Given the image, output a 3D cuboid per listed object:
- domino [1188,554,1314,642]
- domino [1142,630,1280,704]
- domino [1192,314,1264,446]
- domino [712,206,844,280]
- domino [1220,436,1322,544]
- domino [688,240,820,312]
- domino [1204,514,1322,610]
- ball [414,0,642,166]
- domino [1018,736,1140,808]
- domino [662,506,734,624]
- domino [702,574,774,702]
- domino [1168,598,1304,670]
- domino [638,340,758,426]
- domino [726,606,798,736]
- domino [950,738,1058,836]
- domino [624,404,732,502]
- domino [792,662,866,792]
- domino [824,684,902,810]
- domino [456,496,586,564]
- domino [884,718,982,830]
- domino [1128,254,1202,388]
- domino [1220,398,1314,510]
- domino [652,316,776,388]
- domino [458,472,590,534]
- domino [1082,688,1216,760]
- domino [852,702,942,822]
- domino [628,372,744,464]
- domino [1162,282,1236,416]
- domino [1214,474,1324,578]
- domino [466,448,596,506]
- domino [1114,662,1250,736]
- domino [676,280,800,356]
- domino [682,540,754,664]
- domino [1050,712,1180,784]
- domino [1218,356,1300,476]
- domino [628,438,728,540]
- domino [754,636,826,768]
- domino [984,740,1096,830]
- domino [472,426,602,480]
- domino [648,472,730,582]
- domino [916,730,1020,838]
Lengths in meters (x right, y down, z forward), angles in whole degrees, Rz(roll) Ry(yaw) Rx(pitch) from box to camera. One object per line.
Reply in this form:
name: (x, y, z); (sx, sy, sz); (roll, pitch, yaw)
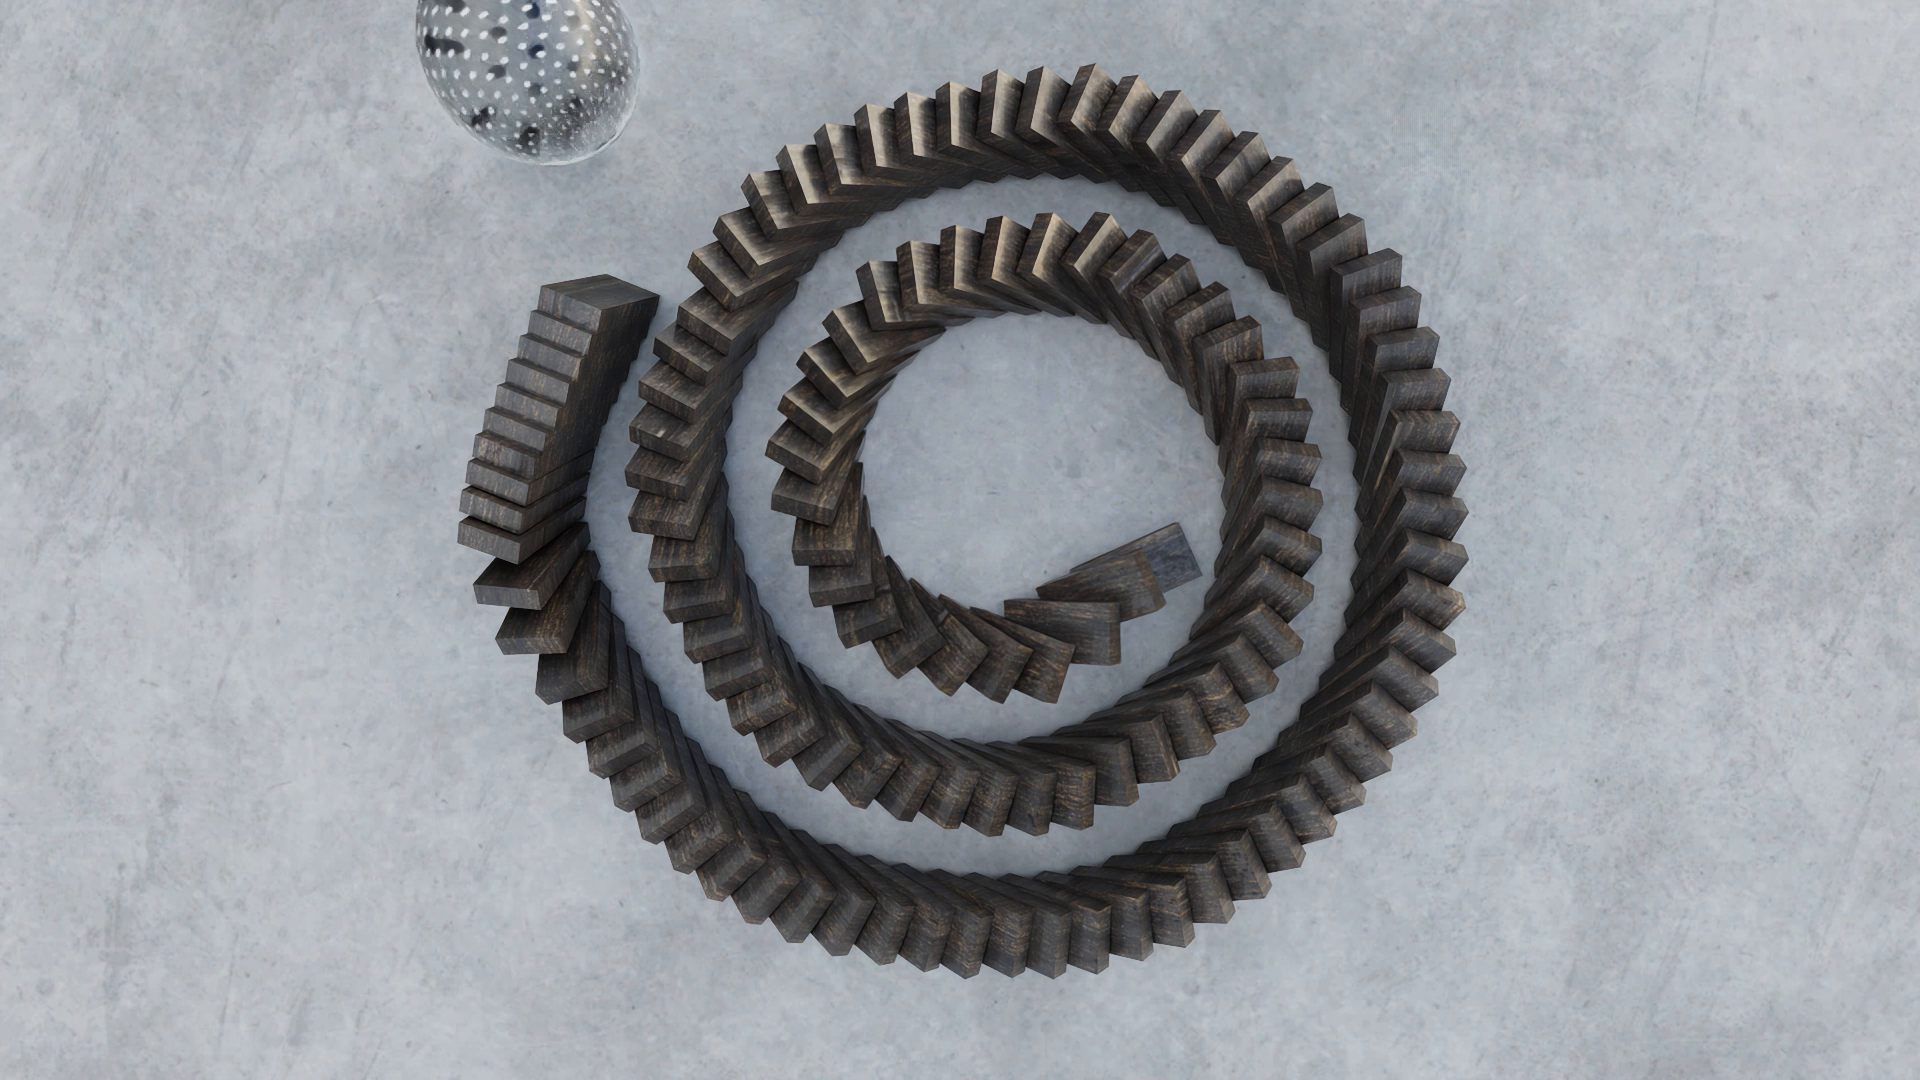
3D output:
domino: (0.120, 0.030, 0.380); (0.025, 0.009, 0.050); (31, 131, 0)
domino: (0.103, 0.060, 0.380); (0.050, 0.010, 0.025); (-37, 90, 40)
domino: (0.113, -0.065, 0.380); (0.025, 0.010, 0.050); (-23, 132, 0)
domino: (-0.074, -0.128, 0.380); (0.025, 0.010, 0.050); (51, 50, 0)
domino: (0.128, -0.018, 0.380); (0.025, 0.010, 0.050); (8, 131, 0)
domino: (-0.085, -0.116, 0.380); (0.025, 0.009, 0.050); (46, 50, 0)
domino: (0.125, 0.015, 0.380); (0.025, 0.010, 0.050); (24, 131, 0)
ball: (-0.168, -0.190, 0.360); (0.080, 0.080, 0.080); (0, 90, 0)
domino: (0.048, 0.095, 0.380); (0.050, 0.010, 0.025); (-10, 90, 41)
domino: (-0.108, 0.010, 0.381); (0.025, 0.010, 0.050); (-10, 51, 0)
domino: (-0.095, 0.040, 0.380); (0.025, 0.009, 0.050); (-22, 51, 0)
domino: (0.114, 0.047, 0.380); (0.025, 0.010, 0.050); (46, 130, 0)
domino: (-0.108, -0.072, 0.380); (0.025, 0.009, 0.050); (27, 51, 1)
domino: (-0.086, 0.054, 0.380); (0.025, 0.010, 0.050); (-28, 50, 1)
domino: (0.016, 0.102, 0.380); (0.050, 0.010, 0.025); (10, 91, 40)
domino: (-0.116, -0.040, 0.380); (0.025, 0.010, 0.050); (15, 50, 1)
domino: (-0.062, 0.077, 0.380); (0.025, 0.010, 0.050); (-45, 50, 0)
domino: (-0.048, 0.085, 0.380); (0.050, 0.009, 0.025); (37, 90, 40)
domino: (-0.178, -0.009, 0.375); (0.025, 0.050, 0.010); (20, 115, 0)
domino: (-0.017, 0.096, 0.380); (0.050, 0.009, 0.025); (22, 90, 40)
domino: (0.091, -0.090, 0.380); (0.025, 0.010, 0.050); (-39, 131, 0)
domino: (0.126, -0.035, 0.380); (0.025, 0.010, 0.050); (0, 131, -1)
domino: (-0.101, -0.087, 0.381); (0.025, 0.009, 0.050); (33, 51, 0)
domino: (-0.177, -0.020, 0.375); (0.025, 0.050, 0.009); (22, 114, 0)
domino: (0.078, 0.080, 0.380); (0.050, 0.009, 0.025); (-25, 90, 40)
domino: (-0.033, 0.092, 0.381); (0.050, 0.010, 0.025); (29, 90, 39)
domino: (-0.113, -0.056, 0.380); (0.025, 0.009, 0.050); (21, 51, 1)
domino: (0.103, -0.079, 0.380); (0.025, 0.009, 0.050); (-30, 130, 0)
domino: (0.127, -0.002, 0.380); (0.025, 0.009, 0.050); (15, 130, 0)
domino: (-0.175, -0.031, 0.375); (0.025, 0.050, 0.009); (22, 113, 0)
domino: (0.091, 0.071, 0.380); (0.050, 0.009, 0.025); (-30, 90, 40)
domino: (-0.091, -0.099, 0.380); (0.025, 0.009, 0.050); (33, 50, 0)
domino: (-0.102, 0.025, 0.381); (0.025, 0.010, 0.050); (-17, 51, 0)
domino: (0.064, 0.088, 0.380); (0.050, 0.010, 0.025); (-18, 90, 40)
domino: (0.123, -0.050, 0.380); (0.025, 0.009, 0.050); (-7, 131, -1)
domino: (-0.116, -0.024, 0.380); (0.025, 0.009, 0.050); (8, 50, 0)
domino: (-0.076, 0.066, 0.380); (0.025, 0.010, 0.050); (-34, 50, 0)
domino: (0.032, 0.101, 0.380); (0.050, 0.009, 0.025); (3, 91, 40)
domino: (-0.172, -0.041, 0.375); (0.025, 0.050, 0.009); (22, 113, 0)
domino: (-0.112, -0.006, 0.381); (0.025, 0.010, 0.050); (-5, 51, 0)
domino: (-0.001, 0.100, 0.380); (0.050, 0.010, 0.025); (17, 91, 40)
